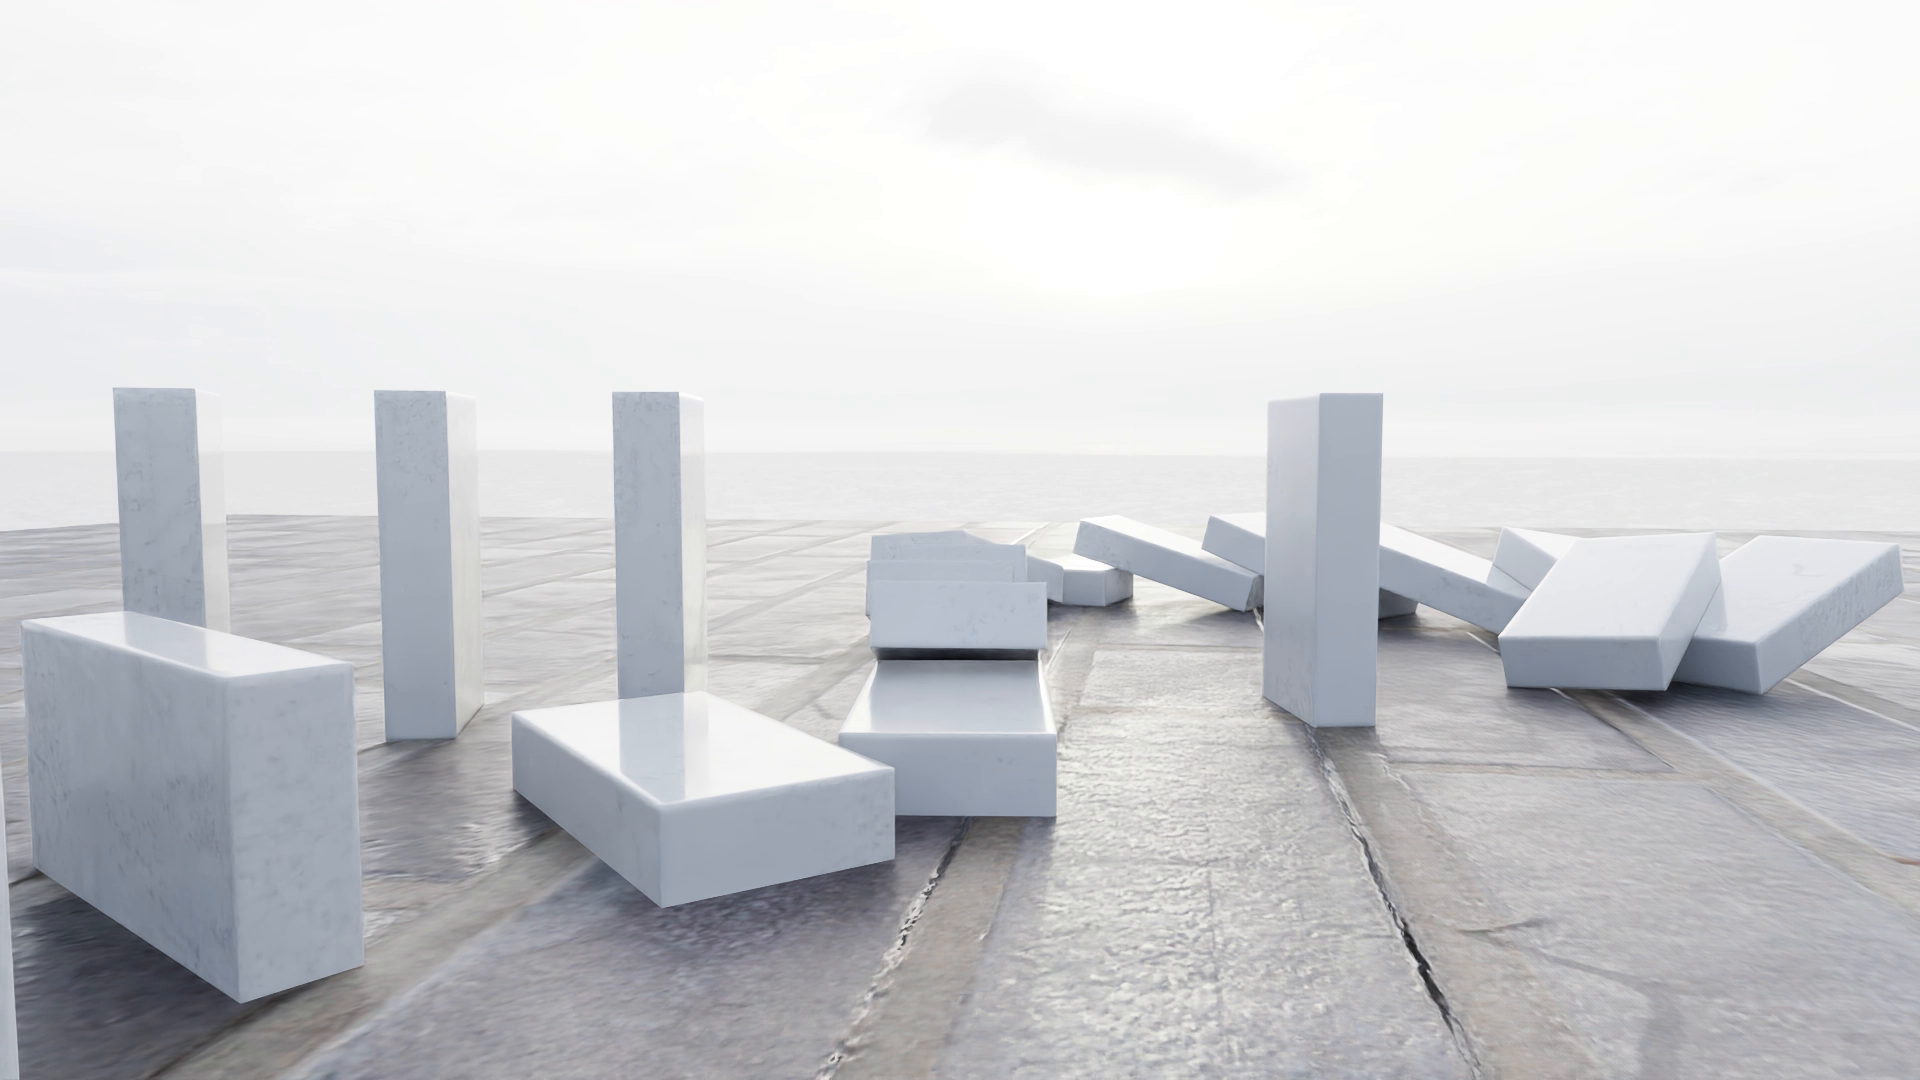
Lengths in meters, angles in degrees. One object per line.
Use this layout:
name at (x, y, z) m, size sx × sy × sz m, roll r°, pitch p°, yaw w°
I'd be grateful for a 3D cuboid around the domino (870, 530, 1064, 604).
domino at (0.003, 0.007, 0.313) m, size 0.025 × 0.010 × 0.050 m, roll -3°, pitch -12°, yaw 31°

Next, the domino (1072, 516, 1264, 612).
domino at (0.059, 0.006, 0.346) m, size 0.050 × 0.009 × 0.025 m, roll 20°, pitch 13°, yaw 28°

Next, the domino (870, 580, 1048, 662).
domino at (-0.001, 0.016, 0.206) m, size 0.025 × 0.010 × 0.050 m, roll 1°, pitch -12°, yaw -1°

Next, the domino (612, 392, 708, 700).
domino at (-0.046, 0.003, 0.199) m, size 0.009 × 0.050 × 0.025 m, roll 0°, pitch 4°, yaw -3°

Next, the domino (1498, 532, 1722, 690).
domino at (0.119, 0.012, 0.233) m, size 0.025 × 0.009 × 0.050 m, roll -4°, pitch 17°, yaw 41°

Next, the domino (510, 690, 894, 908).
domino at (-0.031, 0.027, 0.145) m, size 0.025 × 0.010 × 0.050 m, roll -3°, pitch 5°, yaw -34°

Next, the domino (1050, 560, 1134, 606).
domino at (0.020, 0.011, 0.357) m, size 0.050 × 0.010 × 0.025 m, roll 2°, pitch 5°, yaw 25°

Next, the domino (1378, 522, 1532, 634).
domino at (0.113, 0.008, 0.303) m, size 0.025 × 0.010 × 0.050 m, roll -4°, pitch 22°, yaw -44°

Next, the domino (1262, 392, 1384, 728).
domino at (0.057, 0.002, 0.204) m, size 0.009 × 0.050 × 0.025 m, roll 0°, pitch 4°, yaw -4°

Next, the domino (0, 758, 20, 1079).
domino at (-0.062, 0.013, 0.061) m, size 0.010 × 0.050 × 0.025 m, roll 1°, pitch 4°, yaw 17°

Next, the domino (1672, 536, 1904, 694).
domino at (0.149, 0.013, 0.239) m, size 0.050 × 0.009 × 0.025 m, roll -22°, pitch 15°, yaw -27°

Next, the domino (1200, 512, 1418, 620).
domino at (0.090, 0.006, 0.330) m, size 0.025 × 0.009 × 0.050 m, roll -4°, pitch 23°, yaw -44°

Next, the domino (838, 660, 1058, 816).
domino at (-0.001, 0.025, 0.172) m, size 0.025 × 0.010 × 0.050 m, roll 0°, pitch 4°, yaw 2°

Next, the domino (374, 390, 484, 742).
domino at (-0.080, 0.003, 0.195) m, size 0.010 × 0.050 × 0.025 m, roll -1°, pitch 4°, yaw -11°

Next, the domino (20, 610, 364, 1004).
domino at (-0.071, 0.021, 0.116) m, size 0.050 × 0.025 × 0.010 m, roll 4°, pitch 6°, yaw 39°

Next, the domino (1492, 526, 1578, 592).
domino at (0.140, 0.010, 0.279) m, size 0.025 × 0.010 × 0.050 m, roll 8°, pitch 16°, yaw -5°

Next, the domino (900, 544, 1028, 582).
domino at (0.002, 0.010, 0.277) m, size 0.025 × 0.009 × 0.050 m, roll 0°, pitch -11°, yaw 3°

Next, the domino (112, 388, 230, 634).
domino at (-0.113, 0.004, 0.185) m, size 0.010 × 0.050 × 0.025 m, roll -2°, pitch 5°, yaw -23°

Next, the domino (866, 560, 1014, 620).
domino at (-0.002, 0.013, 0.242) m, size 0.025 × 0.010 × 0.050 m, roll 0°, pitch -11°, yaw 3°
